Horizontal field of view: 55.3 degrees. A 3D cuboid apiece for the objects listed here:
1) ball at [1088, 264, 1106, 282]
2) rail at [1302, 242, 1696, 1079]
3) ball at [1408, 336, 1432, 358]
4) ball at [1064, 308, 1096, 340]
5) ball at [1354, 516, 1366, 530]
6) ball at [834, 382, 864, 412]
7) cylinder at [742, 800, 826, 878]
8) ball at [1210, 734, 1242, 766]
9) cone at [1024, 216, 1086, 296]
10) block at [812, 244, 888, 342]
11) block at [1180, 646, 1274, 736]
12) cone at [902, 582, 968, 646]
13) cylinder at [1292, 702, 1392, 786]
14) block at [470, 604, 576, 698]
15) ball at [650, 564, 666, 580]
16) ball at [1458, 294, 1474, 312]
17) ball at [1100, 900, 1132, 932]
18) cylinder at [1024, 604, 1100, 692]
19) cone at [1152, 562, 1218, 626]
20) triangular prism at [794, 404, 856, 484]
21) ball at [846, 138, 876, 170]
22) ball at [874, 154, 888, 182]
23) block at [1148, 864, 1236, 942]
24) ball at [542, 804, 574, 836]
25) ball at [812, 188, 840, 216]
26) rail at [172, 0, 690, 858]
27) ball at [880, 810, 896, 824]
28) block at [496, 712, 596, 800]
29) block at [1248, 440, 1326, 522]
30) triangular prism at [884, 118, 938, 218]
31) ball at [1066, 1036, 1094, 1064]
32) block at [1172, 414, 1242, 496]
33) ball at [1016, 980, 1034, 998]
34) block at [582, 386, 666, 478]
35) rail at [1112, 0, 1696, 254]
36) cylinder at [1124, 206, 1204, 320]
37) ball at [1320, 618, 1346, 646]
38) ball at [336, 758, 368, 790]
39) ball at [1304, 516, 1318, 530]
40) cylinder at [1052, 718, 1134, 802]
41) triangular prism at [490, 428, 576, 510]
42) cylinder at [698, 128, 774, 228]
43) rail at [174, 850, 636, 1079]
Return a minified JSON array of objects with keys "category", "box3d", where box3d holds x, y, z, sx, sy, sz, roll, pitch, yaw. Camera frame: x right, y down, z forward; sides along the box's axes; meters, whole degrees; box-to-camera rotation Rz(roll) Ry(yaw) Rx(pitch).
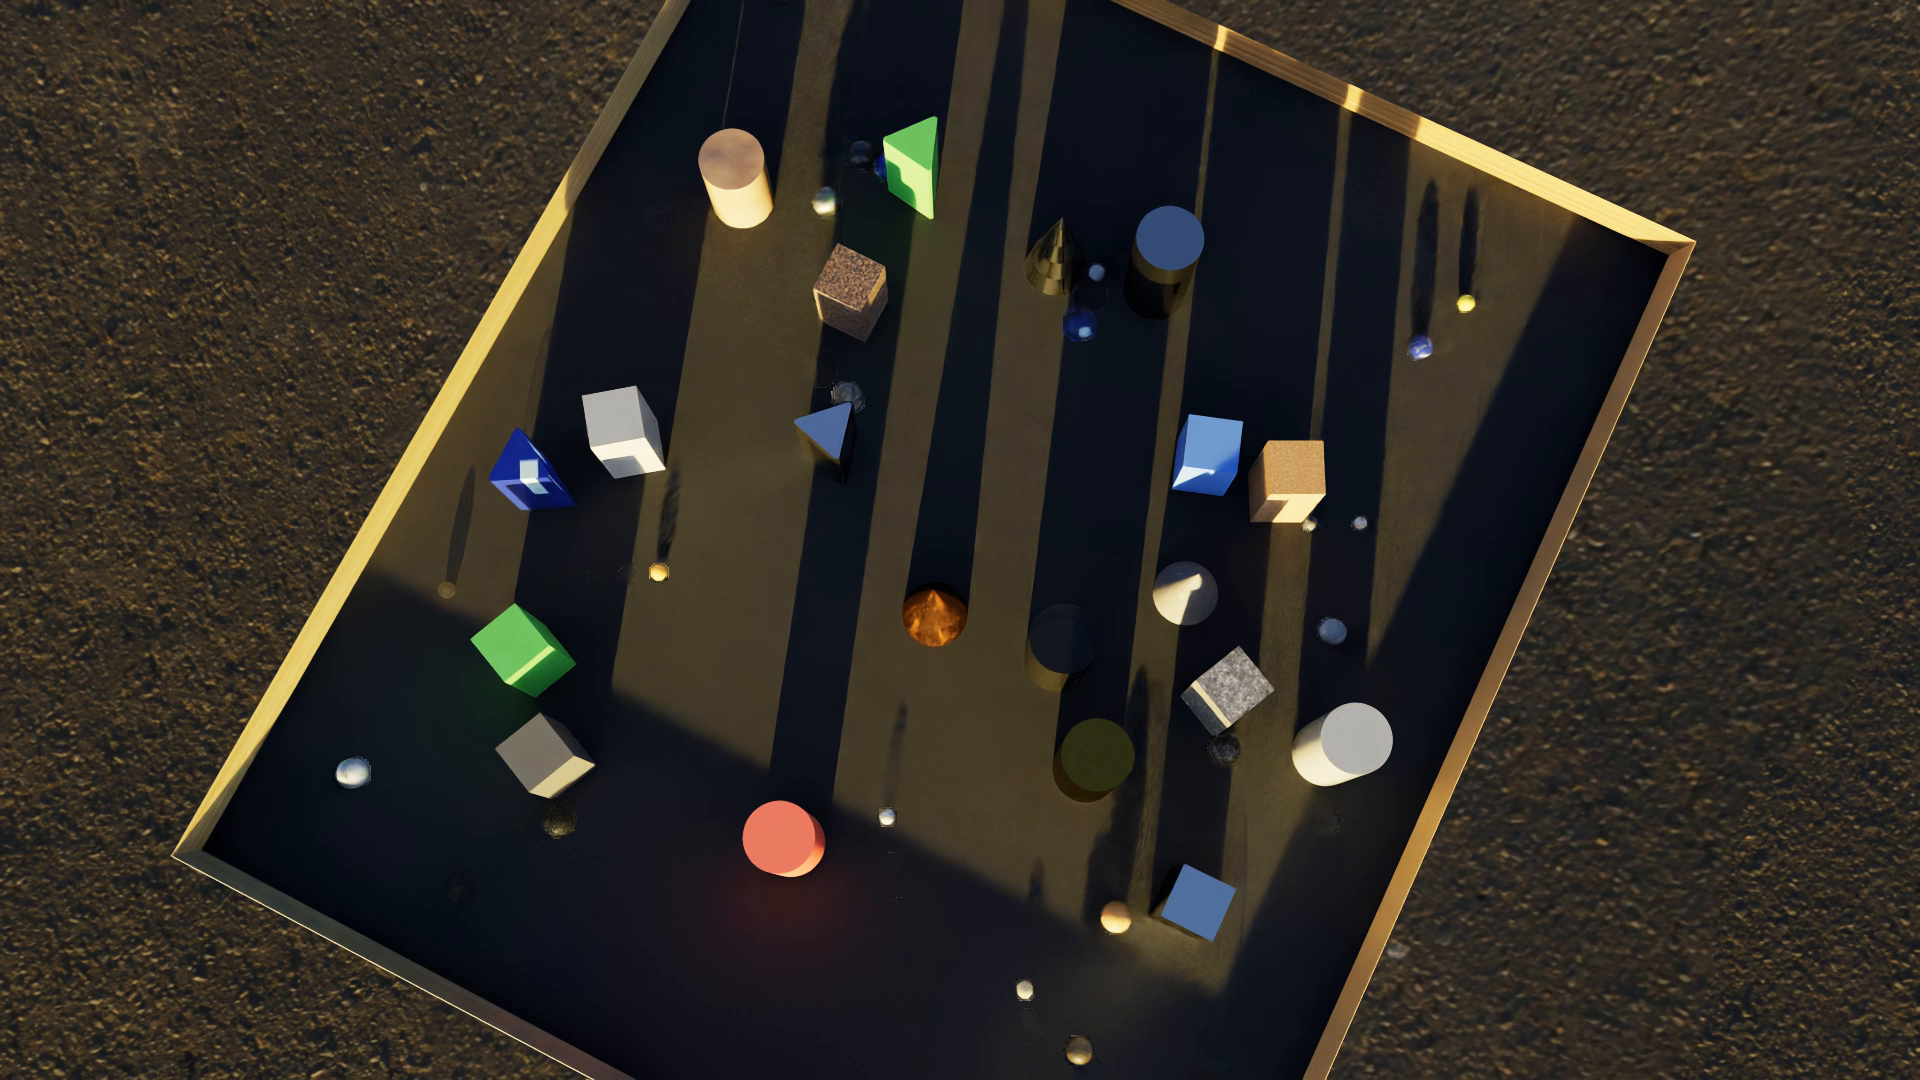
[{"category":"ball","box3d":[0.431,-0.840,5.764,0.052,0.052,0.052,0,78,0]},{"category":"rail","box3d":[1.429,0.706,5.403,0.045,0.129,3.720,26,80,5]},{"category":"ball","box3d":[1.434,-0.601,5.704,0.073,0.073,0.073,0,78,0]},{"category":"ball","box3d":[0.373,-0.673,5.700,0.098,0.098,0.098,0,78,0]},{"category":"ball","box3d":[1.224,-0.052,5.606,0.041,0.041,0.041,0,78,0]},{"category":"ball","box3d":[-0.344,-0.441,5.660,0.094,0.094,0.094,0,78,0]},{"category":"cylinder","box3d":[-0.498,0.857,5.235,0.199,0.400,0.199,0,78,0]},{"category":"ball","box3d":[0.784,0.618,5.412,0.094,0.094,0.094,0,78,0]},{"category":"cone","box3d":[0.302,-0.910,5.594,0.199,0.413,0.199,0,78,0]},{"category":"block","box3d":[-0.332,-0.754,5.618,0.159,0.303,0.159,27,80,5]},{"category":"block","box3d":[0.774,0.445,5.334,0.159,0.372,0.159,-37,81,-7]},{"category":"cone","box3d":[-0.076,0.182,5.362,0.199,0.424,0.199,0,78,0]},{"category":"cylinder","box3d":[1.093,0.592,5.266,0.199,0.447,0.199,0,78,0]},{"category":"block","box3d":[-1.270,0.327,5.354,0.159,0.383,0.159,-40,81,-8]},{"category":"ball","box3d":[-0.916,0.098,5.571,0.050,0.050,0.050,0,78,0]},{"category":"ball","box3d":[1.586,-0.744,5.744,0.053,0.053,0.053,0,78,0]},{"category":"ball","box3d":[0.455,1.099,5.342,0.092,0.092,0.092,0,78,0]},{"category":"cylinder","box3d":[0.294,0.318,5.339,0.199,0.415,0.199,0,78,0]},{"category":"cone","box3d":[0.687,0.130,5.428,0.199,0.316,0.199,0,78,0]},{"category":"triangular prism","box3d":[-0.370,-0.312,5.509,0.172,0.337,0.149,41,81,8]},{"category":"ball","box3d":[-0.314,-1.225,5.818,0.099,0.099,0.099,0,78,0]},{"category":"ball","box3d":[-0.227,-1.184,5.814,0.092,0.092,0.092,0,78,0]},{"category":"block","box3d":[0.660,1.036,5.231,0.159,0.336,0.159,26,79,5]},{"category":"ball","box3d":[-1.184,0.826,5.397,0.096,0.096,0.096,0,78,0]},{"category":"ball","box3d":[-0.423,-1.070,5.792,0.090,0.090,0.090,0,78,0]},{"category":"rail","box3d":[-1.429,-0.693,5.693,0.045,0.129,3.720,26,80,5]},{"category":"ball","box3d":[-0.215,0.820,5.424,0.046,0.046,0.046,0,78,0]},{"category":"block","box3d":[-1.196,0.630,5.316,0.159,0.334,0.159,-39,81,-7]},{"category":"block","box3d":[0.970,-0.171,5.459,0.159,0.378,0.159,0,78,0]},{"category":"triangular prism","box3d":[-0.116,-1.169,5.662,0.172,0.385,0.149,35,80,7]},{"category":"ball","box3d":[0.343,1.468,5.272,0.081,0.081,0.081,0,78,0]},{"category":"block","box3d":[0.742,-0.253,5.519,0.159,0.293,0.159,8,78,2]},{"category":"ball","box3d":[0.188,1.306,5.320,0.051,0.051,0.051,0,78,0]},{"category":"block","box3d":[-1.003,-0.319,5.489,0.159,0.380,0.159,-11,79,-2]},{"category":"rail","box3d":[0.821,-1.602,5.881,3.242,0.129,0.045,26,80,5]},{"category":"cylinder","box3d":[0.614,-0.836,5.563,0.199,0.444,0.199,0,78,0]},{"category":"ball","box3d":[1.123,0.276,5.518,0.081,0.081,0.081,0,78,0]},{"category":"ball","box3d":[-1.799,0.690,5.426,0.094,0.094,0.094,0,78,0]},{"category":"ball","box3d":[1.071,-0.051,5.592,0.043,0.043,0.043,0,78,0]},{"category":"cylinder","box3d":[0.375,0.635,5.235,0.199,0.490,0.199,0,78,0]},{"category":"triangular prism","box3d":[-1.273,-0.212,5.465,0.172,0.383,0.149,-4,78,-1]},{"category":"cylinder","box3d":[-0.691,-1.119,5.689,0.199,0.311,0.199,0,78,0]},{"category":"rail","box3d":[-0.821,1.615,5.215,3.242,0.129,0.045,26,80,5]}]
